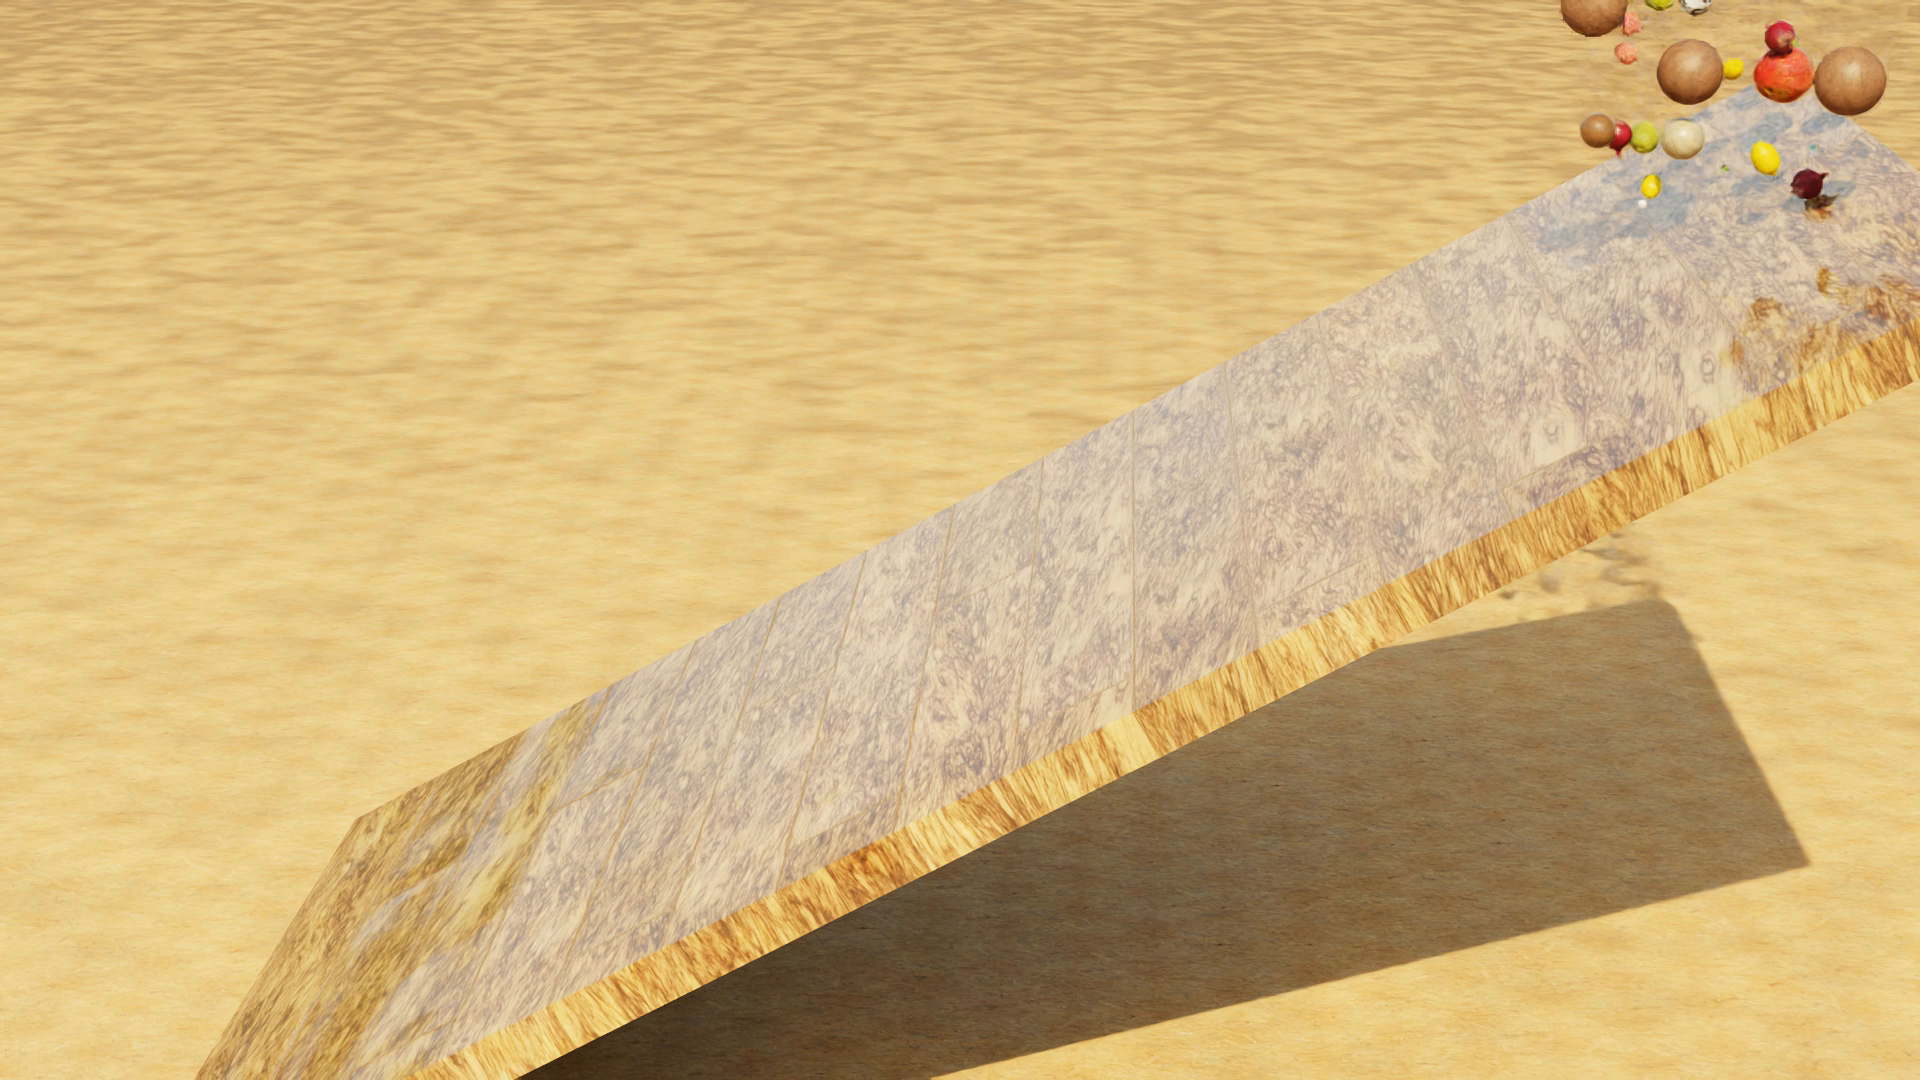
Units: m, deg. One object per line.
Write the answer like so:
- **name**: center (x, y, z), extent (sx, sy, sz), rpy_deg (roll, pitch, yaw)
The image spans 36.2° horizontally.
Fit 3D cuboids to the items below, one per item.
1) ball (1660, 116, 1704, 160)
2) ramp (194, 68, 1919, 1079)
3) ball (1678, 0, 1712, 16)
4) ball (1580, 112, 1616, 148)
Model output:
- **ball**: center (1.456, -0.809, 5.925), extent (0.086, 0.086, 0.086), rpy_deg (0, 18, 0)
- **ramp**: center (0.142, 0.167, 6.283), extent (4.000, 0.100, 2.000), rpy_deg (-28, 15, 11)
- **ball**: center (1.444, -1.062, 5.774), extent (0.065, 0.065, 0.065), rpy_deg (0, 18, 0)
- **ball**: center (1.265, -0.812, 5.833), extent (0.070, 0.070, 0.070), rpy_deg (0, 18, 0)
